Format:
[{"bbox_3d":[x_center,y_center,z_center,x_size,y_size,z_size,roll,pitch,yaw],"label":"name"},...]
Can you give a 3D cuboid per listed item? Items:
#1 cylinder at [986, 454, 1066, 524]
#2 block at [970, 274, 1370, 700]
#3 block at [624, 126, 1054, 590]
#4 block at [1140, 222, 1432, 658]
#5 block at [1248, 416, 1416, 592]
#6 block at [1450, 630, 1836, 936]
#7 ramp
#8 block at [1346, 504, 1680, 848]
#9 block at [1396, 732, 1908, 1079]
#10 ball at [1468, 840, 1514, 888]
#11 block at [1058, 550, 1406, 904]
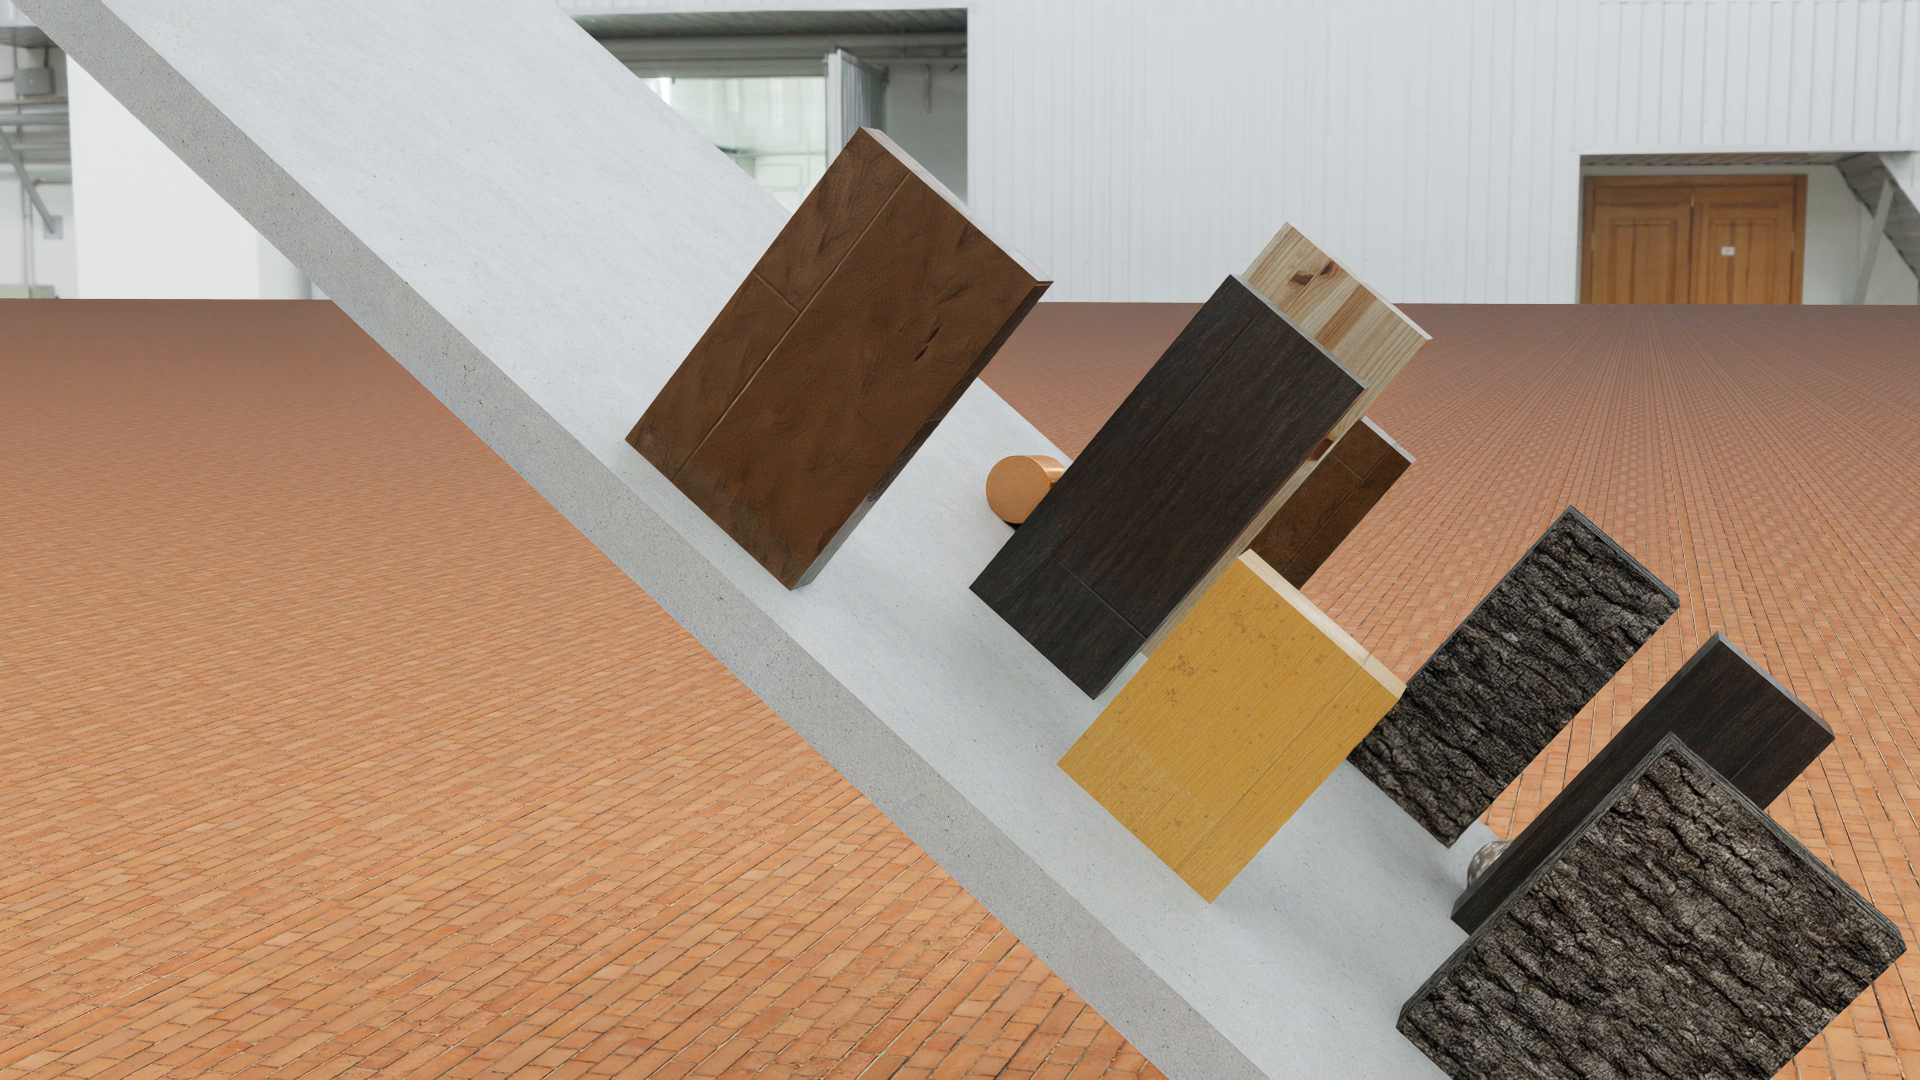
[{"bbox_3d":[0.134,-0.100,4.274,0.131,0.131,0.131,3,3,22],"label":"cylinder"},{"bbox_3d":[0.344,-0.085,3.683,0.287,0.694,0.082,42,16,9],"label":"block"},{"bbox_3d":[-0.181,-0.258,3.190,0.338,0.584,0.087,42,16,9],"label":"block"},{"bbox_3d":[0.489,-0.182,4.101,0.330,0.781,0.115,42,16,9],"label":"block"},{"bbox_3d":[0.643,-0.079,4.617,0.347,0.531,0.104,42,16,9],"label":"block"},{"bbox_3d":[1.235,0.517,4.009,0.258,0.707,0.114,42,16,9],"label":"block"},{"bbox_3d":[0.007,0.040,4.037,4.000,0.100,2.000,42,16,9],"label":"ramp"},{"bbox_3d":[1.110,0.277,4.444,0.279,0.670,0.144,42,16,9],"label":"block"},{"bbox_3d":[1.039,0.668,3.350,0.436,0.611,0.115,42,16,9],"label":"block"},{"bbox_3d":[1.058,0.655,4.254,0.150,0.150,0.150,0,7,0],"label":"ball"},{"bbox_3d":[0.409,0.281,3.329,0.312,0.428,0.113,42,16,9],"label":"block"}]
